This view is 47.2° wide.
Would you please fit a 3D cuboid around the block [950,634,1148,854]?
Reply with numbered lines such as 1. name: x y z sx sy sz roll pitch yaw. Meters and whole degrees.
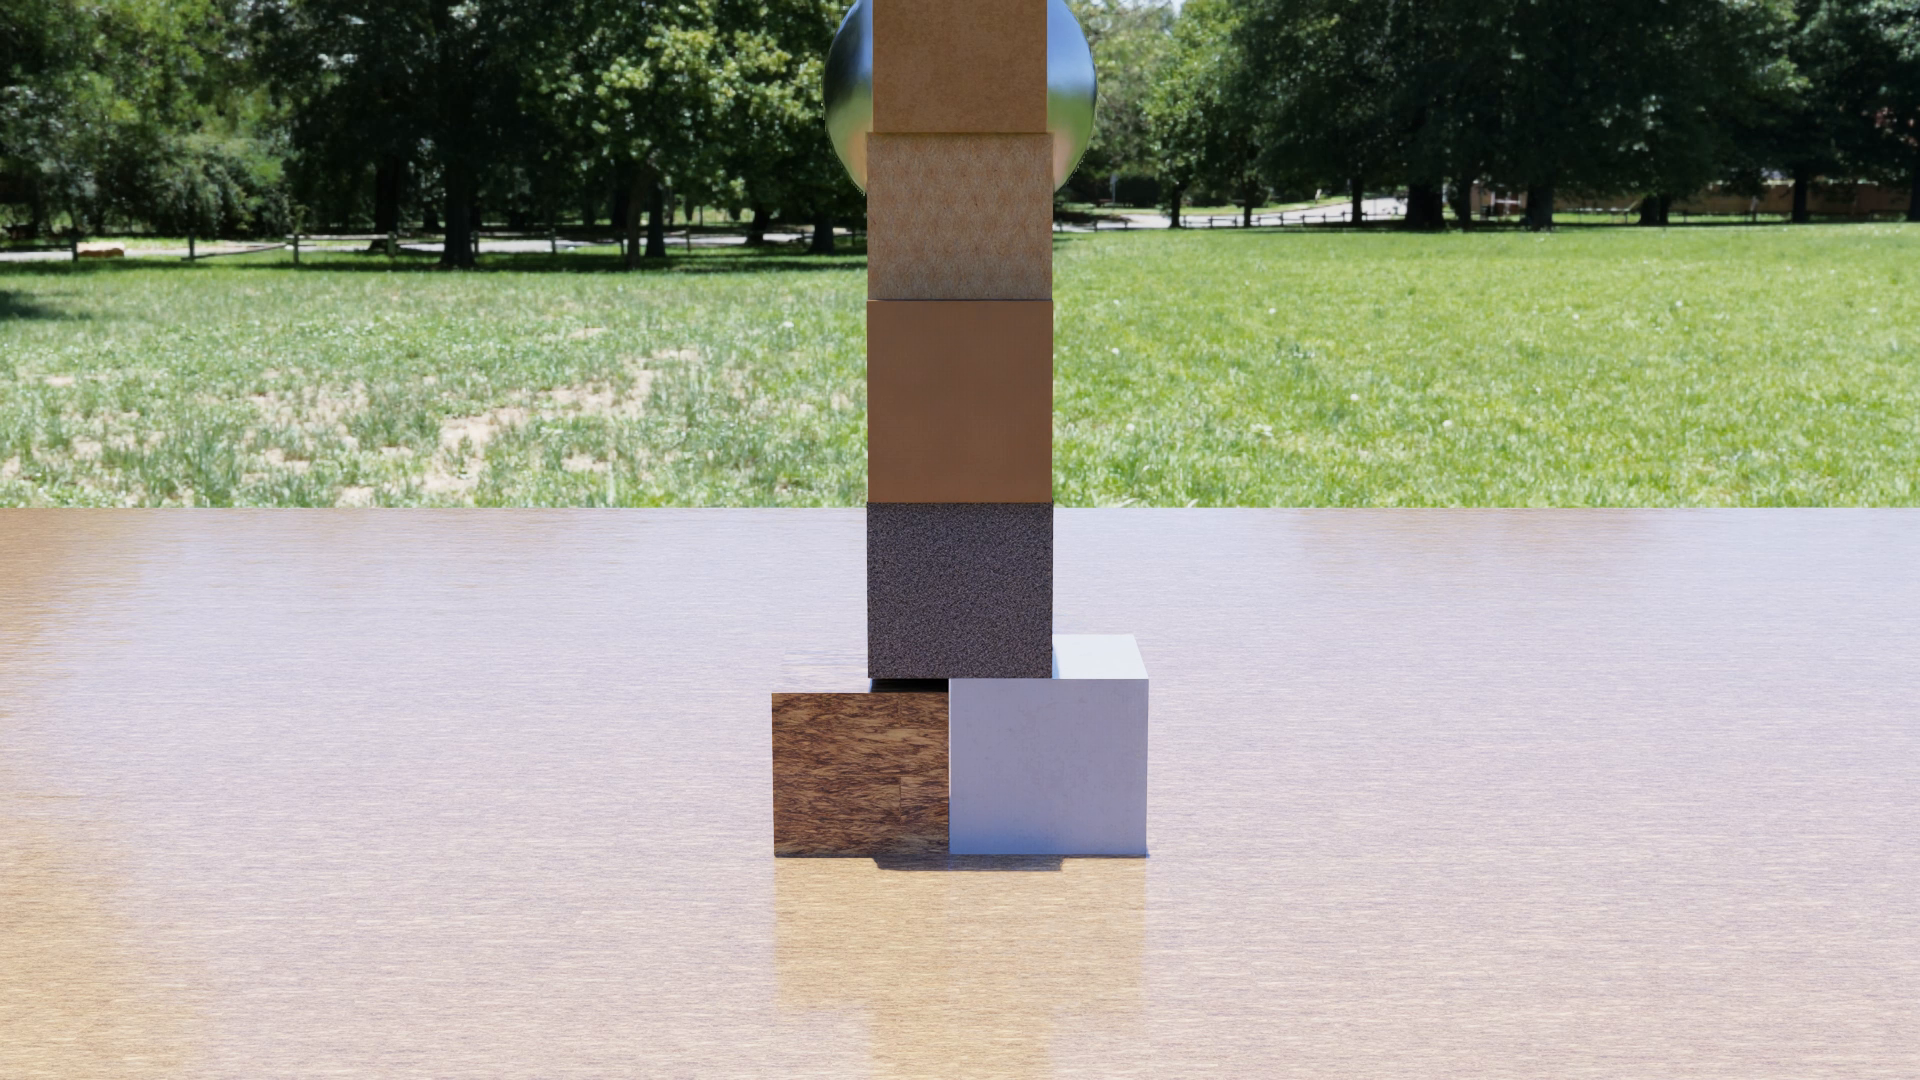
1. block: 0.440 1.036 11.355 0.975 0.900 0.979 0 10 0

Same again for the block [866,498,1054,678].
1. block: 0.000 0.157 11.213 0.906 0.881 1.001 0 10 0

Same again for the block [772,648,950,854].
1. block: -0.492 1.070 11.367 0.870 0.827 0.986 0 10 0

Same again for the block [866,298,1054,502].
1. block: 0.000 -0.750 11.032 0.888 0.968 1.041 0 10 0

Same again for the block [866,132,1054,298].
1. block: 0.000 -1.619 10.901 0.889 0.789 0.784 0 10 0

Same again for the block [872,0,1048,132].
1. block: 0.000 -2.432 10.728 0.821 0.872 0.828 0 10 0

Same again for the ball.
1. ball: 0.000 -2.597 12.816 1.600 1.600 1.600 0 10 0
